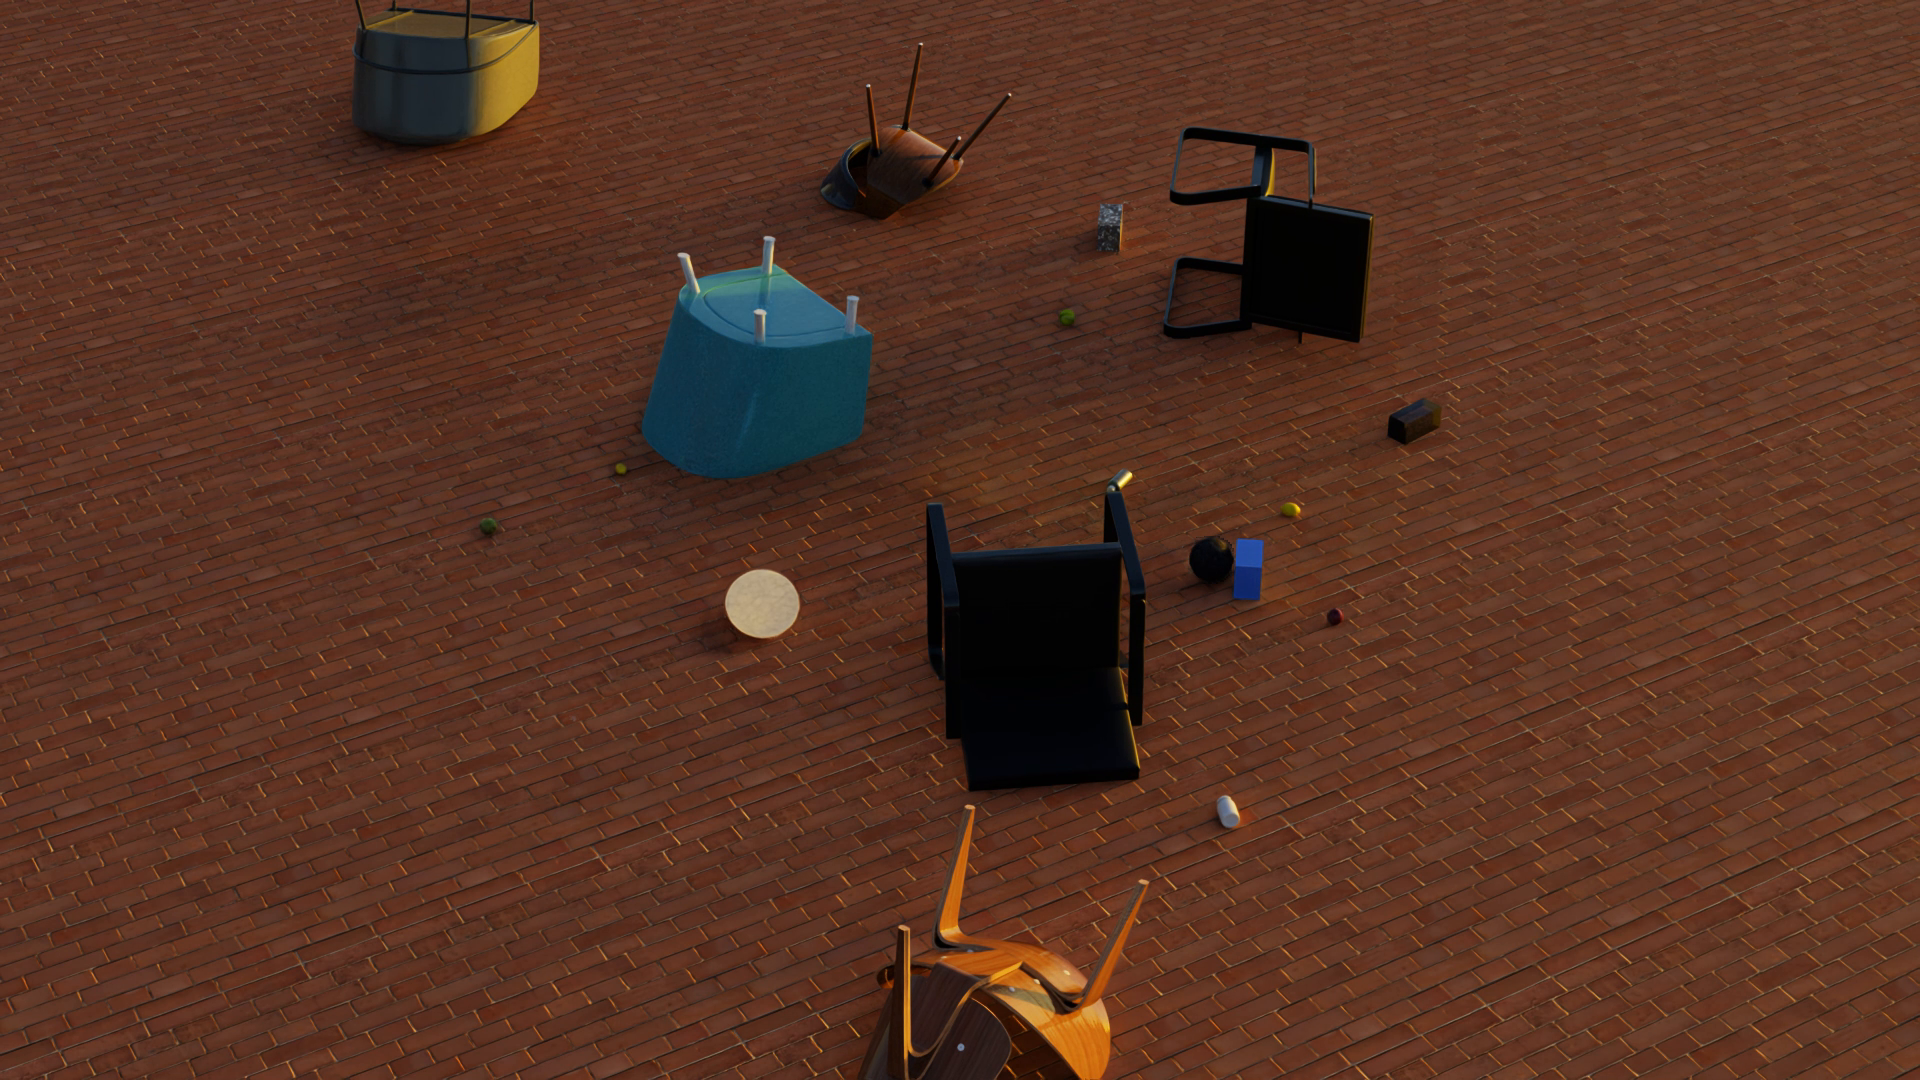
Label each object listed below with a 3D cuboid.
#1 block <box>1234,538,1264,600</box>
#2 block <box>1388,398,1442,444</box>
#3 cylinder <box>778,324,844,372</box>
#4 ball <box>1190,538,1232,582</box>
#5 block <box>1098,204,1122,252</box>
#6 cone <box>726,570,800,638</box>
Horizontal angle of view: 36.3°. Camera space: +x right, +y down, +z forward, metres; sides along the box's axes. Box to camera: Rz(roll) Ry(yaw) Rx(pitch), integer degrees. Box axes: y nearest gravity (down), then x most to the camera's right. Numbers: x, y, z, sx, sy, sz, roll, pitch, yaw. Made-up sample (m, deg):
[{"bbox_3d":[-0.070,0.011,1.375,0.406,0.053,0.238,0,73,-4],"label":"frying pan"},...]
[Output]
[{"bbox_3d":[1.048,0.107,10.653,0.096,0.143,0.181,4,34,6],"label":"block"},{"bbox_3d":[1.794,-0.468,11.570,0.205,0.094,0.093,-26,41,-33],"label":"block"},{"bbox_3d":[-0.614,-0.787,12.037,0.256,0.113,0.116,-27,37,-35],"label":"cylinder"},{"bbox_3d":[0.916,0.071,10.693,0.158,0.158,0.158,0,33,0],"label":"ball"},{"bbox_3d":[0.661,-1.377,12.918,0.099,0.127,0.209,3,34,5],"label":"block"},{"bbox_3d":[-0.769,0.241,10.477,0.331,0.244,0.212,-4,-5,-42],"label":"cone"}]
